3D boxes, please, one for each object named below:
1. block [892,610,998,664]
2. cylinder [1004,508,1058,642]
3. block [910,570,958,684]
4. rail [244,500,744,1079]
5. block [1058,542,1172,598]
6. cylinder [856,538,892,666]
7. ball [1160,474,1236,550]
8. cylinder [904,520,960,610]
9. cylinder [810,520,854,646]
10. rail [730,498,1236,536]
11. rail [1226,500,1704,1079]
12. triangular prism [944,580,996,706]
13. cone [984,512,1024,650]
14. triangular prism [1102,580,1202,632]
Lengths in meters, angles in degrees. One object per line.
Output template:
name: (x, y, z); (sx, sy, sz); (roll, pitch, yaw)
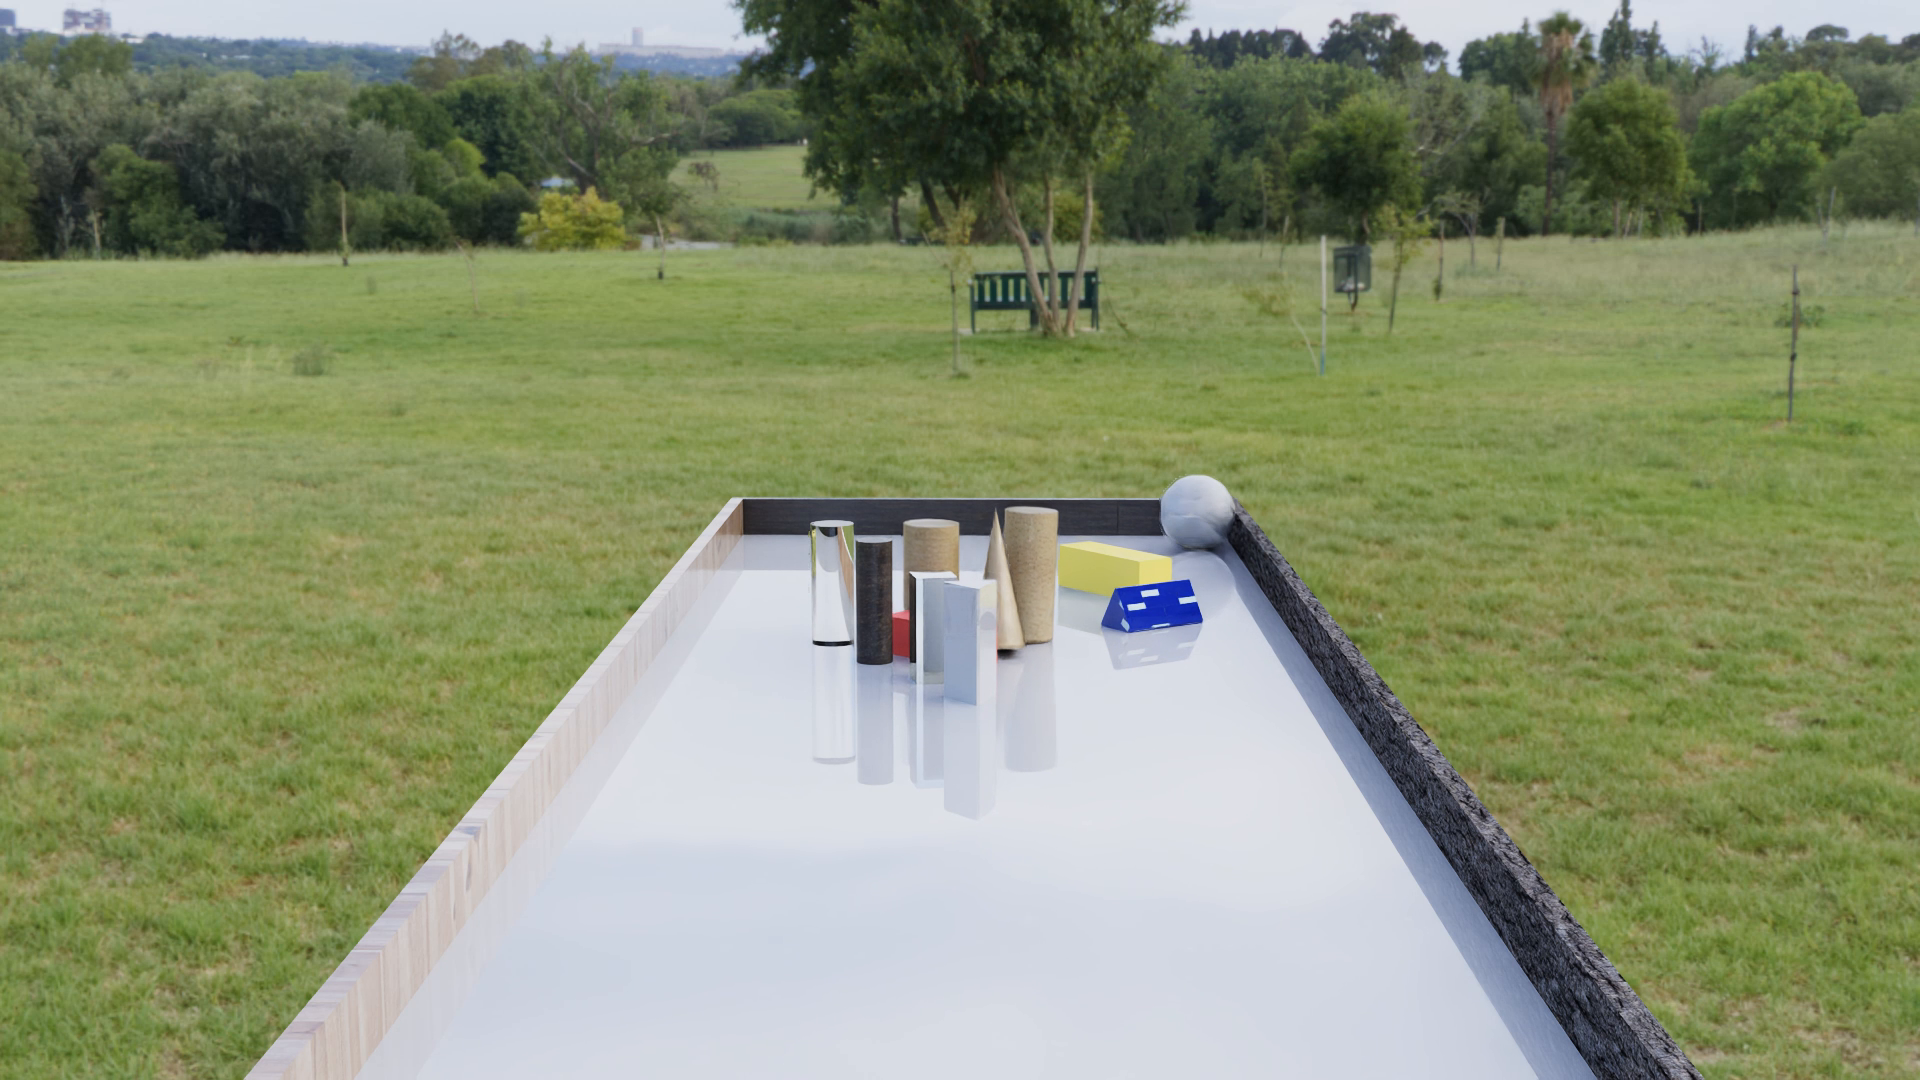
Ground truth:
block: (-0.063, 0.303, 6.724); (0.364, 0.118, 0.118); (8, 12, 41)
cylinder: (0.219, 0.109, 6.984); (0.171, 0.411, 0.171); (2, 8, 0)
block: (-0.078, 0.254, 6.411); (0.120, 0.312, 0.120); (-2, 9, -11)
rail: (-1.004, 0.839, 3.234); (0.050, 0.150, 12.000); (0, 9, 1)
block: (0.548, 0.112, 7.830); (0.148, 0.148, 0.450); (-6, 11, -35)
cylinder: (-0.259, 0.184, 6.654); (0.111, 0.374, 0.111); (0, 9, 0)
ball: (0.945, -0.110, 8.752); (0.298, 0.298, 0.298); (0, 9, 0)
cylinder: (-0.091, 0.136, 6.927); (0.176, 0.381, 0.176); (1, 9, 0)
cylinder: (-0.401, 0.136, 6.932); (0.136, 0.381, 0.136); (0, 9, 0)
rail: (0.099, -0.098, 9.147); (2.100, 0.150, 0.050); (0, 9, 1)
rail: (1.046, 0.843, 3.208); (0.050, 0.150, 12.000); (0, 9, 1)
triangular prism: (0.051, 0.282, 6.176); (0.127, 0.330, 0.147); (-8, 12, -40)
cone: (0.114, 0.118, 6.796); (0.170, 0.436, 0.170); (-1, -2, 0)
triangular prism: (0.634, 0.208, 7.244); (0.305, 0.133, 0.154); (-6, 10, -33)
